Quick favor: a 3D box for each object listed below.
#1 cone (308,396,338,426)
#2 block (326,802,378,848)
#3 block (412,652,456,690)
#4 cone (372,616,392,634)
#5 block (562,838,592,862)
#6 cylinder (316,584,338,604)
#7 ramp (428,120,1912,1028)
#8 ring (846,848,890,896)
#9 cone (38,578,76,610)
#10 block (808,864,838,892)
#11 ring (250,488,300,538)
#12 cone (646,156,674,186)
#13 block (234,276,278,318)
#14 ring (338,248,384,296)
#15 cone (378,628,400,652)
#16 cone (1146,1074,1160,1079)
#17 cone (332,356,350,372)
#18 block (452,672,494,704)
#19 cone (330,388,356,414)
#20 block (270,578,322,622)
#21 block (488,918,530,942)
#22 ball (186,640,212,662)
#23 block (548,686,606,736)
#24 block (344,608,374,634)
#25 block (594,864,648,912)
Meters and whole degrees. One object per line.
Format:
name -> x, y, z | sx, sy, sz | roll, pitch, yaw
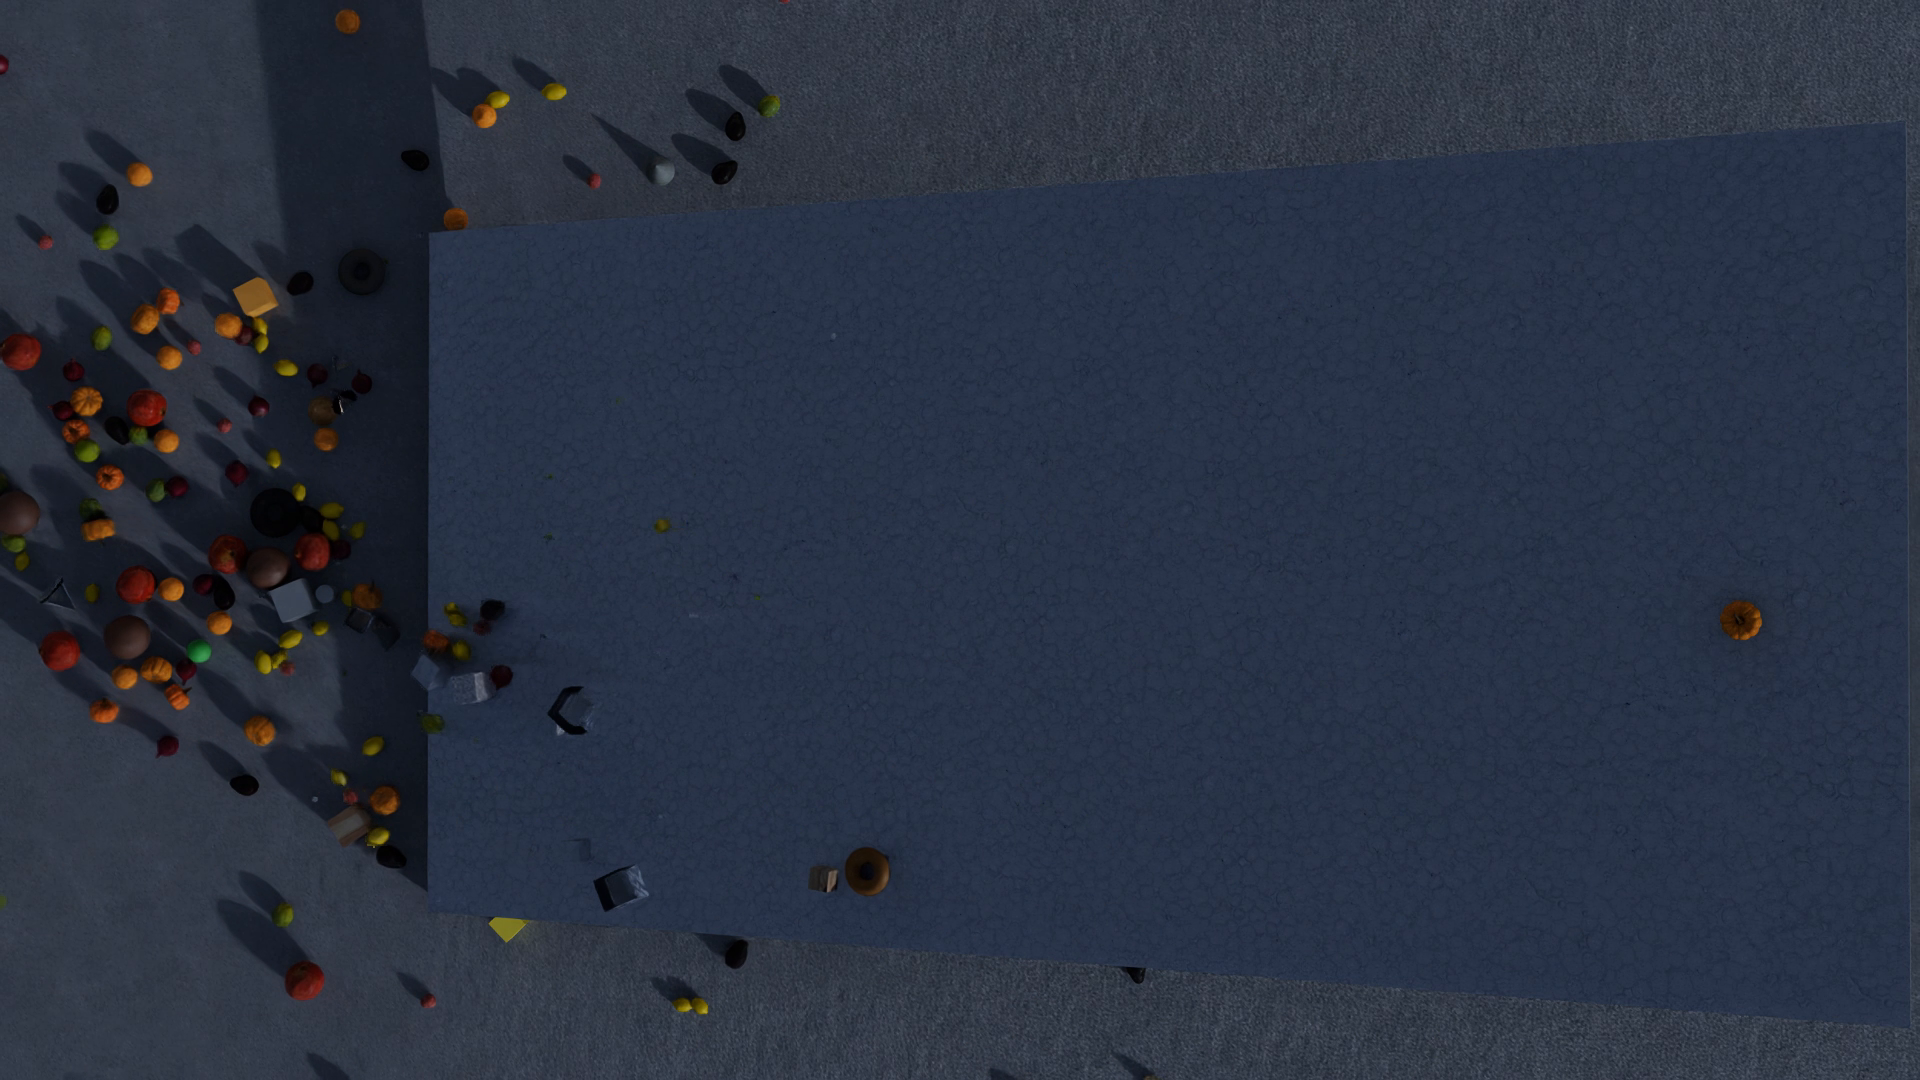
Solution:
cone -> -1.903, -0.387, 6.524 | 0.091, 0.091, 0.091 | 0, 89, 0
block -> -1.800, 0.842, 6.509 | 0.091, 0.091, 0.091 | -33, 89, 0
block -> -1.537, 0.382, 6.415 | 0.075, 0.075, 0.075 | 37, 104, 20
cone -> -1.712, 0.260, 6.549 | 0.057, 0.057, 0.057 | 18, 89, -26
block -> -1.084, 0.877, 6.217 | 0.058, 0.058, 0.058 | -8, 86, 24
cylinder -> -1.881, 0.160, 6.535 | 0.055, 0.055, 0.055 | 0, 89, 0
ramp -> 0.283, 0.083, 5.704 | 4.000, 0.100, 2.000 | 0, 89, 24
ring -> -0.247, 0.882, 5.853 | 0.130, 0.043, 0.130 | 0, 91, 23
cone -> -2.668, 0.178, 6.541 | 0.096, 0.096, 0.096 | -45, 116, 0
block -> -0.367, 0.908, 5.898 | 0.057, 0.057, 0.057 | 8, 93, 24
ring -> -2.037, -0.081, 6.541 | 0.148, 0.049, 0.148 | 0, 88, 0
cone -> -0.897, -1.105, 6.534 | 0.088, 0.088, 0.088 | 0, 89, 0
block -> -2.092, -0.720, 6.532 | 0.083, 0.083, 0.083 | -27, 89, 0
ring -> -1.783, -0.799, 6.551 | 0.139, 0.046, 0.139 | 0, 89, 1
cone -> -1.695, 0.306, 6.514 | 0.067, 0.067, 0.067 | -3, 52, 0
cone -> 0.569, 1.628, 6.533 | 0.053, 0.053, 0.053 | 15, 121, 0
cone -> -1.842, -0.526, 6.560 | 0.050, 0.050, 0.050 | -1, 89, -27
block -> -1.409, 0.428, 6.355 | 0.080, 0.080, 0.080 | -11, 85, 24
cone -> -1.857, -0.431, 6.552 | 0.080, 0.080, 0.080 | 37, 89, 27
block -> -1.966, 0.178, 6.513 | 0.100, 0.100, 0.100 | -23, 89, 0
block -> -1.335, 1.131, 6.513 | 0.077, 0.077, 0.077 | -44, 90, 0
ball -> -2.257, 0.329, 6.526 | 0.070, 0.070, 0.070 | 0, 89, 0
block -> -1.082, 0.481, 6.201 | 0.095, 0.095, 0.095 | 39, 104, 19
block -> -1.784, 0.238, 6.534 | 0.056, 0.056, 0.056 | 29, 89, 0
block -> -0.946, 0.971, 6.135 | 0.093, 0.093, 0.093 | -27, 79, 21
